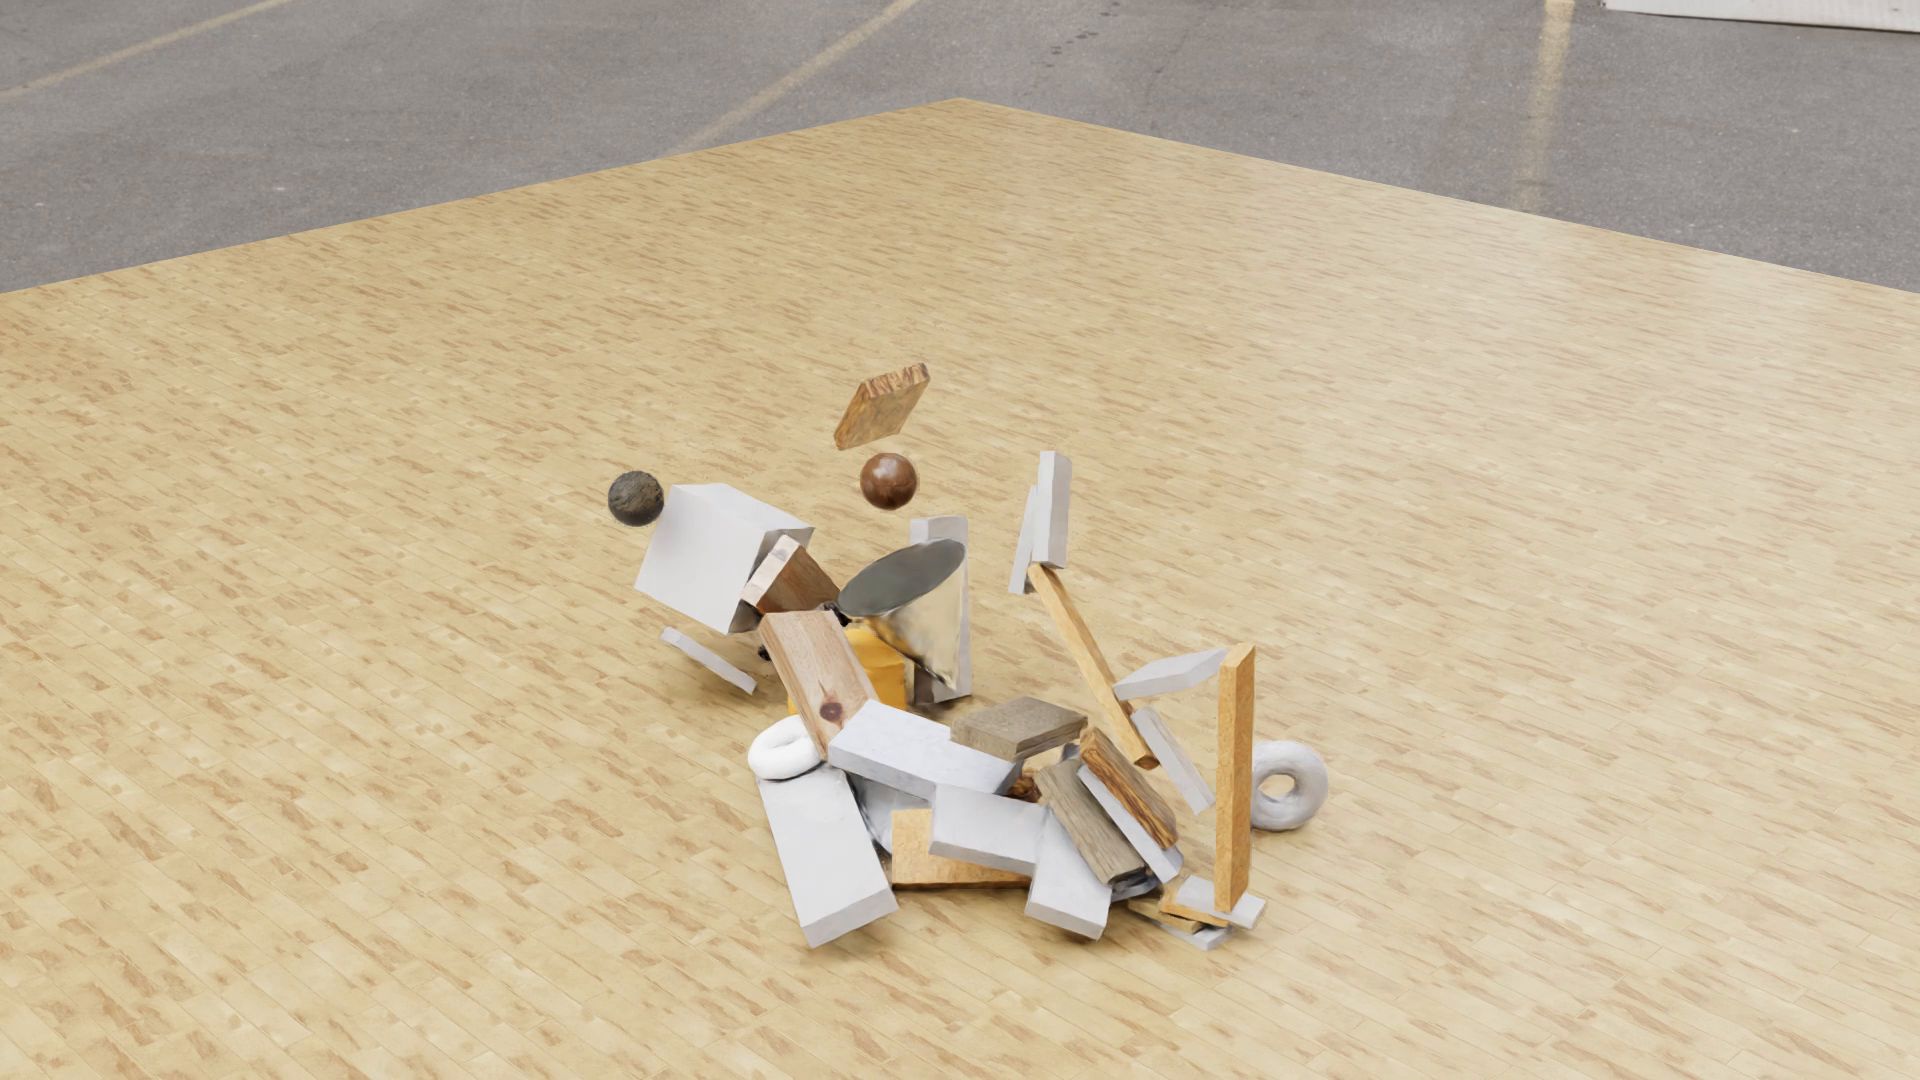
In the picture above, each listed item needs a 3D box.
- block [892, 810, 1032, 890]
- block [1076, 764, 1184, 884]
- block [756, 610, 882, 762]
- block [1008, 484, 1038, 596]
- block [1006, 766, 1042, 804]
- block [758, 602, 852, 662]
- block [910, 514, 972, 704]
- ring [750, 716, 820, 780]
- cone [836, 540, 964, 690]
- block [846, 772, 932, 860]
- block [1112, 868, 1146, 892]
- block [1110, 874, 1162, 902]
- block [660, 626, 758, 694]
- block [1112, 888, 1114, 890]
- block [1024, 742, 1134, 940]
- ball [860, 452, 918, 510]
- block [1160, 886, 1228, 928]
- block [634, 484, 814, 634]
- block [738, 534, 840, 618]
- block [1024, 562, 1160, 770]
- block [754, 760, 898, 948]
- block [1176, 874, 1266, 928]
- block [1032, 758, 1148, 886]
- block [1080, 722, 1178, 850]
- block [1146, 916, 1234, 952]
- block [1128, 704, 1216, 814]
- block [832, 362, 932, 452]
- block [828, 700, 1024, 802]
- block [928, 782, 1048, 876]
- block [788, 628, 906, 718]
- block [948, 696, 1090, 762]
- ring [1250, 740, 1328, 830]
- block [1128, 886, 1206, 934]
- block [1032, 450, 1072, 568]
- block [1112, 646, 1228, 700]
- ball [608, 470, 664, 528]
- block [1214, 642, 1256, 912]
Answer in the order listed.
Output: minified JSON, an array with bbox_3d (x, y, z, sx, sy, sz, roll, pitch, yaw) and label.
[{"bbox_3d":[0.017,0.590,4.207,0.293,0.042,0.147,-1,63,-2],"label":"block"},{"bbox_3d":[0.317,0.510,4.070,0.034,0.257,0.120,-39,-2,13],"label":"block"},{"bbox_3d":[-0.271,0.293,4.492,0.171,0.048,0.342,-1,50,-40],"label":"block"},{"bbox_3d":[0.145,-0.002,4.231,0.030,0.210,0.105,14,7,20],"label":"block"},{"bbox_3d":[0.016,0.501,4.394,0.293,0.042,0.147,8,47,37],"label":"block"},{"bbox_3d":[-0.336,0.205,4.857,0.213,0.030,0.107,-35,-23,30],"label":"block"},{"bbox_3d":[-0.042,0.149,4.865,0.047,0.403,0.167,0,4,31],"label":"block"},{"bbox_3d":[-0.342,0.420,4.487,0.192,0.064,0.192,-20,21,8],"label":"ring"},{"bbox_3d":[-0.067,0.202,4.680,0.296,0.296,0.296,-22,22,9],"label":"cone"},{"bbox_3d":[-0.136,0.536,4.366,0.147,0.042,0.293,-37,37,-16],"label":"block"},{"bbox_3d":[0.277,0.611,4.138,0.070,0.020,0.140,-24,32,-32],"label":"block"},{"bbox_3d":[0.321,0.652,4.115,0.063,0.018,0.125,-23,-2,-43],"label":"block"},{"bbox_3d":[-0.556,0.266,4.870,0.213,0.030,0.107,36,-9,-25],"label":"block"},{"bbox_3d":[0.251,0.641,4.191,0.063,0.018,0.125,-23,20,-34],"label":"block"},{"bbox_3d":[0.226,0.552,4.092,0.141,0.040,0.424,19,39,-2],"label":"block"},{"bbox_3d":[-0.162,-0.133,4.980,0.133,0.133,0.133,0,23,0],"label":"ball"},{"bbox_3d":[0.434,0.672,4.028,0.125,0.018,0.063,13,24,13],"label":"block"},{"bbox_3d":[-0.527,0.039,4.938,0.250,0.250,0.250,25,11,19],"label":"block"},{"bbox_3d":[-0.373,0.123,4.895,0.047,0.167,0.335,32,-10,23],"label":"block"},{"bbox_3d":[0.249,0.233,4.109,0.030,0.434,0.105,-34,-24,11],"label":"block"},{"bbox_3d":[-0.267,0.566,4.230,0.171,0.048,0.677,-24,22,-4],"label":"block"},{"bbox_3d":[0.477,0.660,4.017,0.148,0.021,0.074,16,25,20],"label":"block"},{"bbox_3d":[0.242,0.515,4.042,0.120,0.034,0.239,-7,57,-52],"label":"block"},{"bbox_3d":[0.310,0.453,4.052,0.034,0.239,0.120,-39,13,13],"label":"block"},{"bbox_3d":[0.425,0.709,4.064,0.074,0.021,0.148,-20,30,-39],"label":"block"},{"bbox_3d":[0.394,0.404,4.066,0.031,0.216,0.108,-36,-8,11],"label":"block"},{"bbox_3d":[-0.197,-0.328,5.468,0.167,0.047,0.335,-19,-14,-22],"label":"block"},{"bbox_3d":[-0.067,0.427,4.300,0.342,0.048,0.171,18,34,19],"label":"block"},{"bbox_3d":[0.086,0.548,4.106,0.283,0.040,0.141,14,42,-8],"label":"block"},{"bbox_3d":[-0.245,0.329,4.733,0.198,0.198,0.198,-9,25,-20],"label":"block"},{"bbox_3d":[0.114,0.355,4.153,0.141,0.040,0.283,17,14,28],"label":"block"},{"bbox_3d":[0.630,0.487,4.360,0.204,0.204,0.068,-1,28,-2],"label":"ring"},{"bbox_3d":[0.391,0.681,4.071,0.148,0.021,0.074,17,28,39],"label":"block"},{"bbox_3d":[0.175,-0.057,4.162,0.030,0.210,0.105,1,-8,21],"label":"block"},{"bbox_3d":[0.381,0.243,3.968,0.108,0.031,0.216,-28,6,-33],"label":"block"},{"bbox_3d":[-0.702,-0.089,4.770,0.123,0.123,0.123,0,23,0],"label":"ball"},{"bbox_3d":[0.490,0.426,3.927,0.031,0.481,0.108,8,22,24],"label":"block"}]
